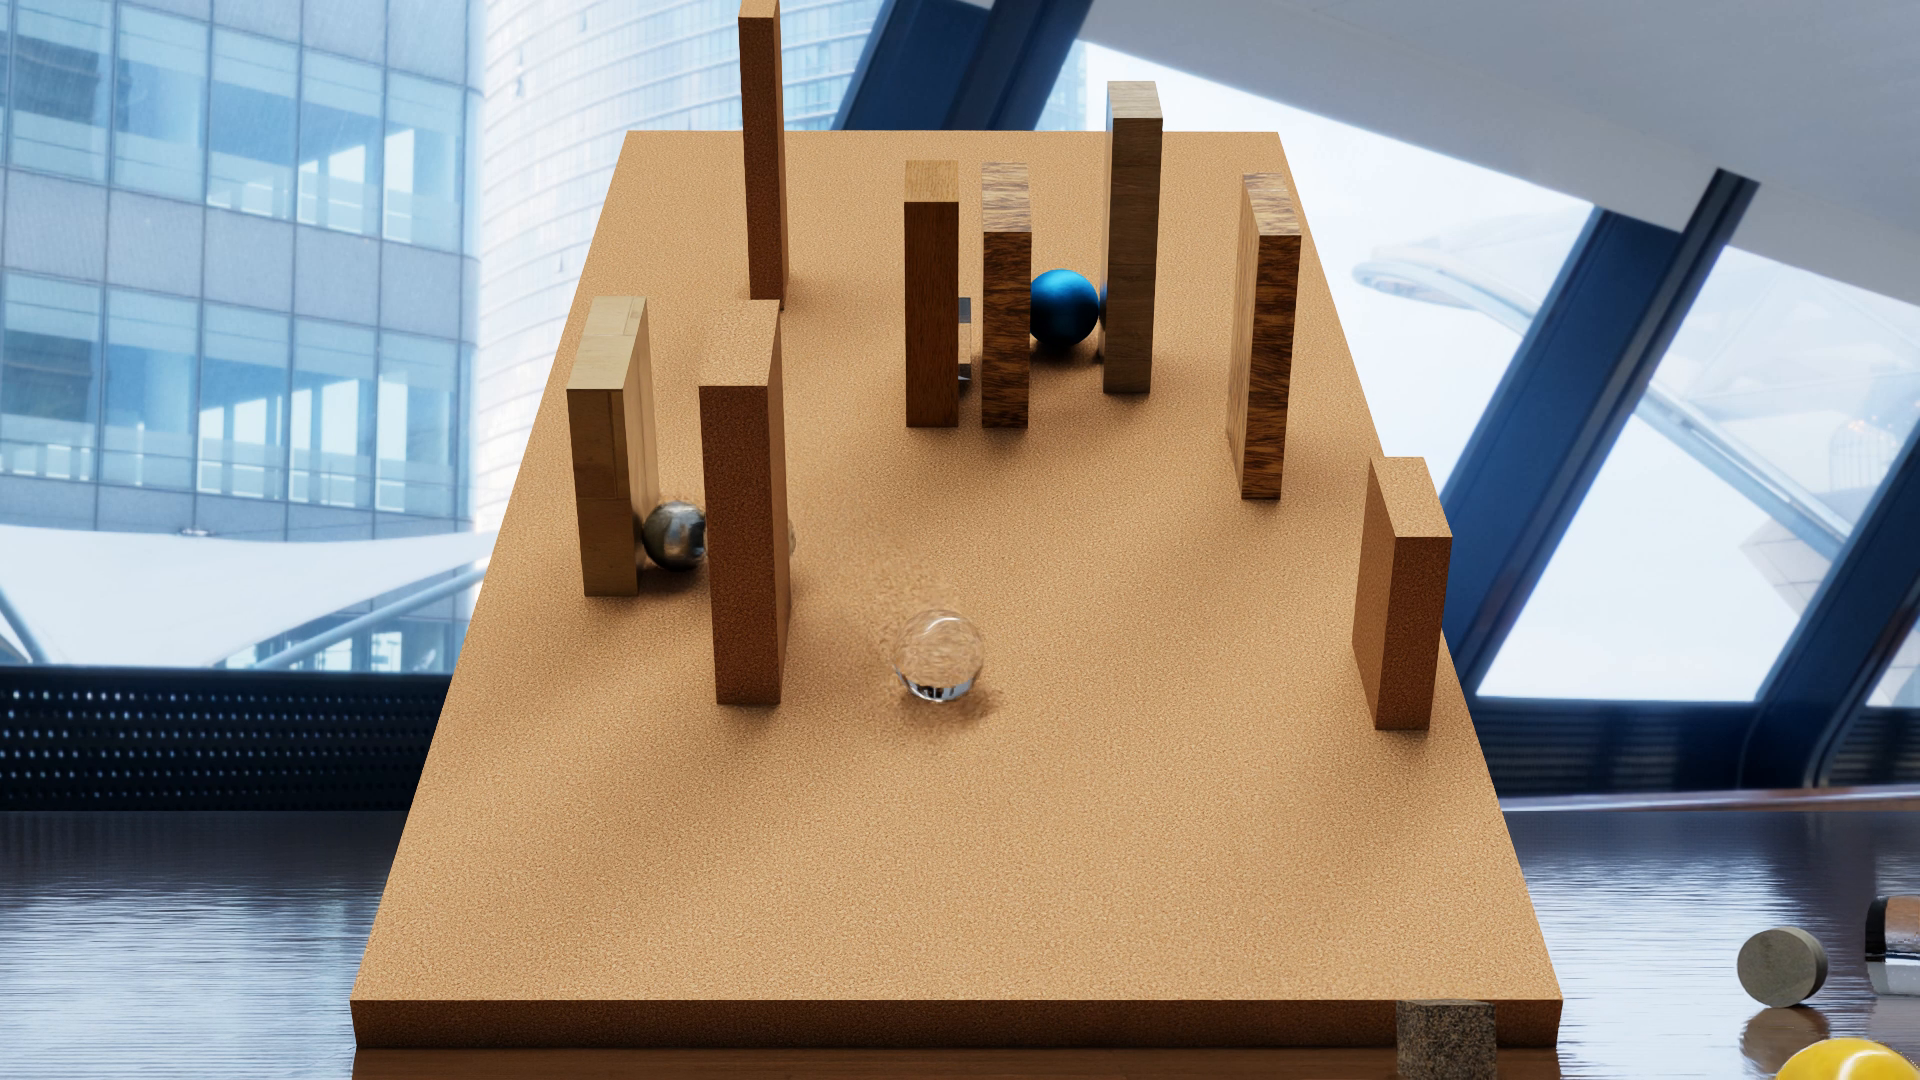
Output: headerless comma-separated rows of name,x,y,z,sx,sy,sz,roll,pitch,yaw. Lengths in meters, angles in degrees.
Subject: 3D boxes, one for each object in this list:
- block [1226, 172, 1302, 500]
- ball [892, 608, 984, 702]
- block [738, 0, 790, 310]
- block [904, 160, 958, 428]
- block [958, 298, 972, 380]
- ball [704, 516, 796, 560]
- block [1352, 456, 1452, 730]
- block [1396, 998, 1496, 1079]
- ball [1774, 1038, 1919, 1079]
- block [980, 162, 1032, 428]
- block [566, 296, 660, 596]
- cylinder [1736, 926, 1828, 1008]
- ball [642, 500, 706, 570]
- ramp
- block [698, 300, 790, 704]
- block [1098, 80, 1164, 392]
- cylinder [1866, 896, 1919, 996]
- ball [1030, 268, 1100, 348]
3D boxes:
block,0.677,-0.457,5.434,0.088,0.641,0.353,0,30,0
ball,-0.042,0.224,4.719,0.181,0.181,0.181,0,-6,0
block,-0.501,-0.999,6.213,0.086,0.785,0.244,0,30,0
block,-0.066,-0.579,5.706,0.124,0.573,0.254,0,30,0
block,-0.049,-0.500,5.988,0.152,0.152,0.152,0,30,0
ball,-0.442,0.001,5.086,0.193,0.193,0.193,0,-6,0
block,0.851,0.102,4.687,0.104,0.431,0.312,0,30,0
block,0.719,0.739,3.578,0.109,0.109,0.109,1,-6,-12
ball,0.904,0.588,2.453,0.164,0.164,0.164,0,-6,0
block,0.107,-0.591,5.798,0.110,0.502,0.430,0,30,0
block,-0.732,-0.204,5.145,0.112,0.486,0.445,0,30,0
cylinder,1.659,0.860,4.880,0.153,0.153,0.153,-3,-7,28
ball,-0.601,-0.010,5.148,0.149,0.149,0.149,0,-6,0
ramp,-0.013,-0.207,5.737,2.000,0.100,4.000,0,30,0
block,-0.413,-0.073,4.715,0.124,0.695,0.372,0,30,0
block,0.407,-0.726,5.830,0.115,0.705,0.251,0,30,0
cylinder,2.035,0.854,5.073,0.207,0.207,0.207,-5,-8,37
ball,0.253,-0.583,6.088,0.197,0.197,0.197,0,-6,0
